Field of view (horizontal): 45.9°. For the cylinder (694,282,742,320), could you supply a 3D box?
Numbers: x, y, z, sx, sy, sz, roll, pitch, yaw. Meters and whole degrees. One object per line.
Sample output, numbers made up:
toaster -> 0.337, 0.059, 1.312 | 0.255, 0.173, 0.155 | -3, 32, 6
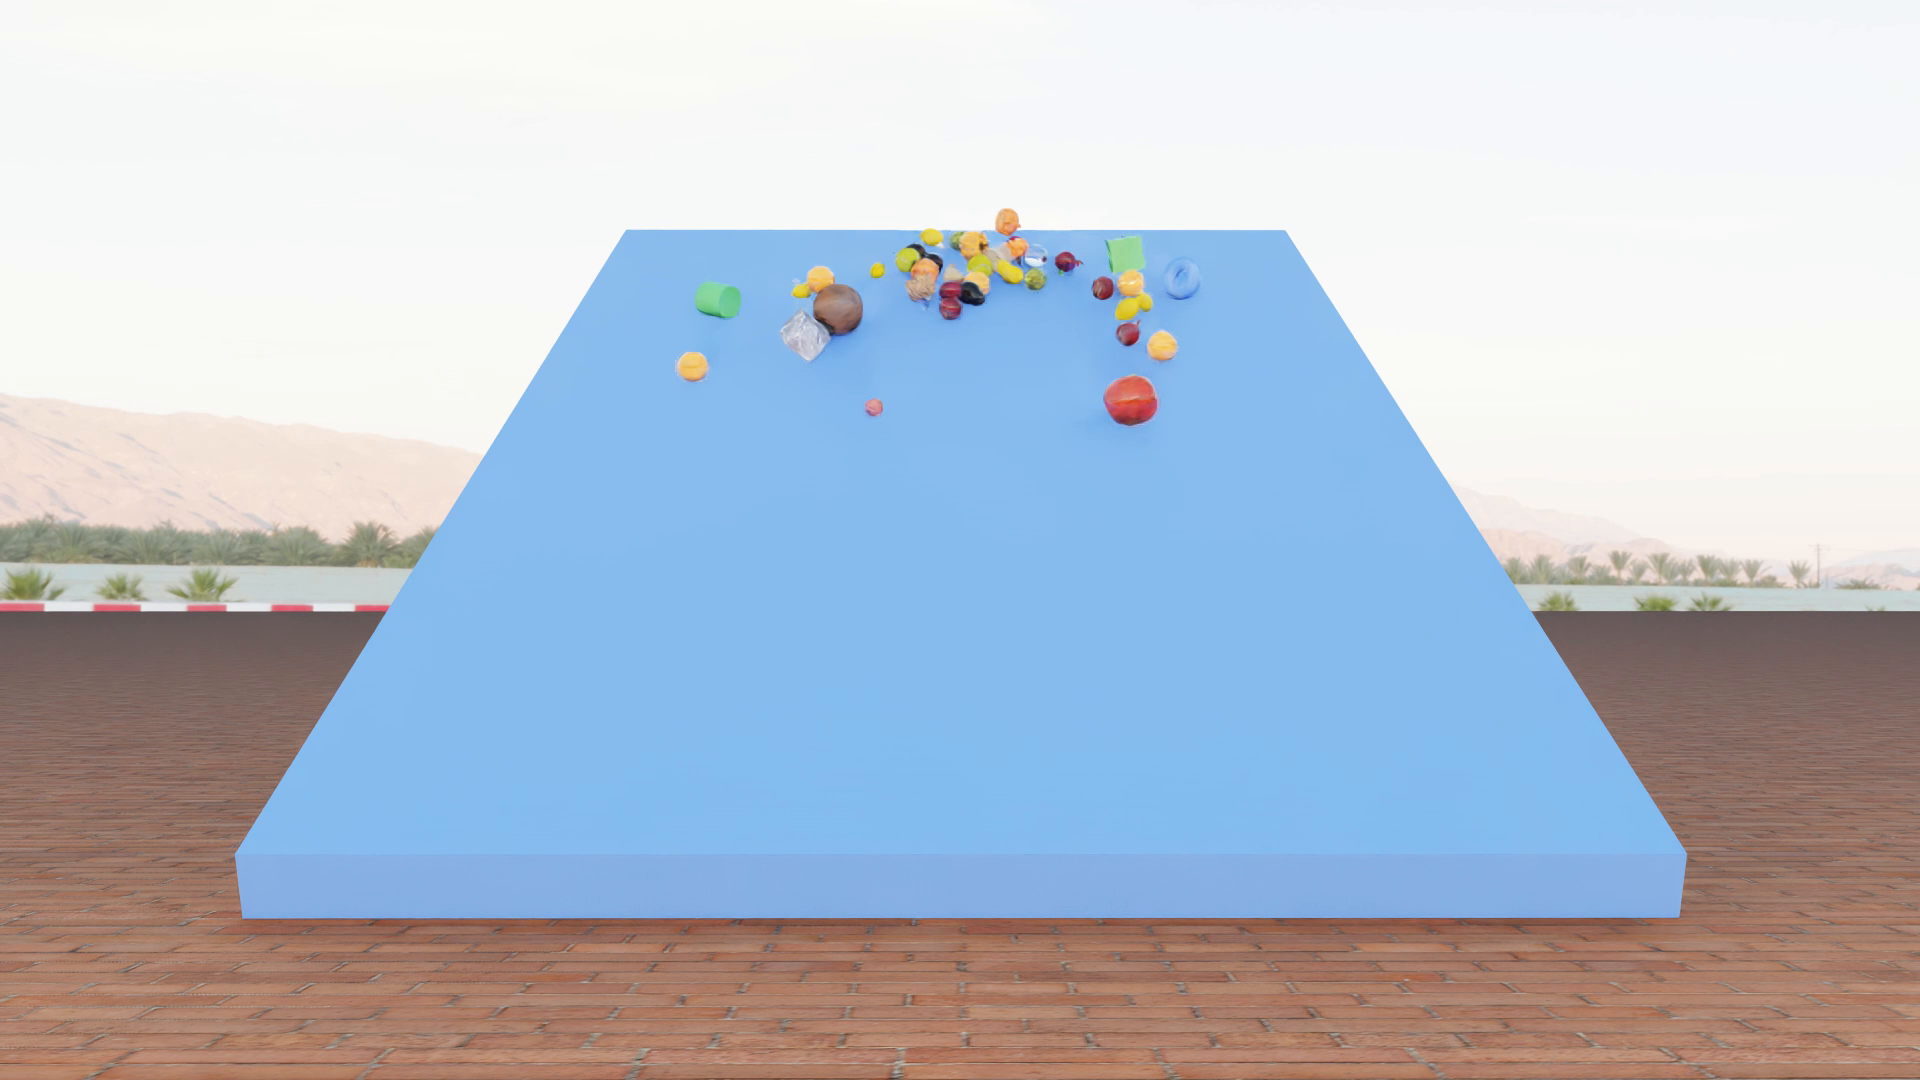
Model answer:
cylinder -> -0.626, -0.622, 5.873 | 0.086, 0.086, 0.086 | 16, 8, 36

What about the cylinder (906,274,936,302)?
cylinder -> -0.104, -0.671, 6.025 | 0.059, 0.059, 0.059 | -18, -9, 23

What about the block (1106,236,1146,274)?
block -> 0.445, -0.769, 6.104 | 0.087, 0.087, 0.087 | -10, 10, 0

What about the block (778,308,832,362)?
block -> -0.369, -0.487, 5.388 | 0.078, 0.078, 0.078 | 36, 12, -33

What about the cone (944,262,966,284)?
cone -> -0.006, -0.717, 6.178 | 0.060, 0.060, 0.060 | 22, 5, 17

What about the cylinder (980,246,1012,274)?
cylinder -> 0.100, -0.787, 6.359 | 0.068, 0.068, 0.068 | -1, 16, 34

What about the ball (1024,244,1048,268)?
ball -> 0.215, -0.800, 6.398 | 0.065, 0.065, 0.065 | 0, -2, 0

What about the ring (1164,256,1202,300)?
ring -> 0.594, -0.699, 6.056 | 0.116, 0.116, 0.039 | -1, -5, 38

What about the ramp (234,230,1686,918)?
ramp -> -0.005, -0.208, 5.019 | 2.000, 0.100, 4.000 | 0, 20, 0
